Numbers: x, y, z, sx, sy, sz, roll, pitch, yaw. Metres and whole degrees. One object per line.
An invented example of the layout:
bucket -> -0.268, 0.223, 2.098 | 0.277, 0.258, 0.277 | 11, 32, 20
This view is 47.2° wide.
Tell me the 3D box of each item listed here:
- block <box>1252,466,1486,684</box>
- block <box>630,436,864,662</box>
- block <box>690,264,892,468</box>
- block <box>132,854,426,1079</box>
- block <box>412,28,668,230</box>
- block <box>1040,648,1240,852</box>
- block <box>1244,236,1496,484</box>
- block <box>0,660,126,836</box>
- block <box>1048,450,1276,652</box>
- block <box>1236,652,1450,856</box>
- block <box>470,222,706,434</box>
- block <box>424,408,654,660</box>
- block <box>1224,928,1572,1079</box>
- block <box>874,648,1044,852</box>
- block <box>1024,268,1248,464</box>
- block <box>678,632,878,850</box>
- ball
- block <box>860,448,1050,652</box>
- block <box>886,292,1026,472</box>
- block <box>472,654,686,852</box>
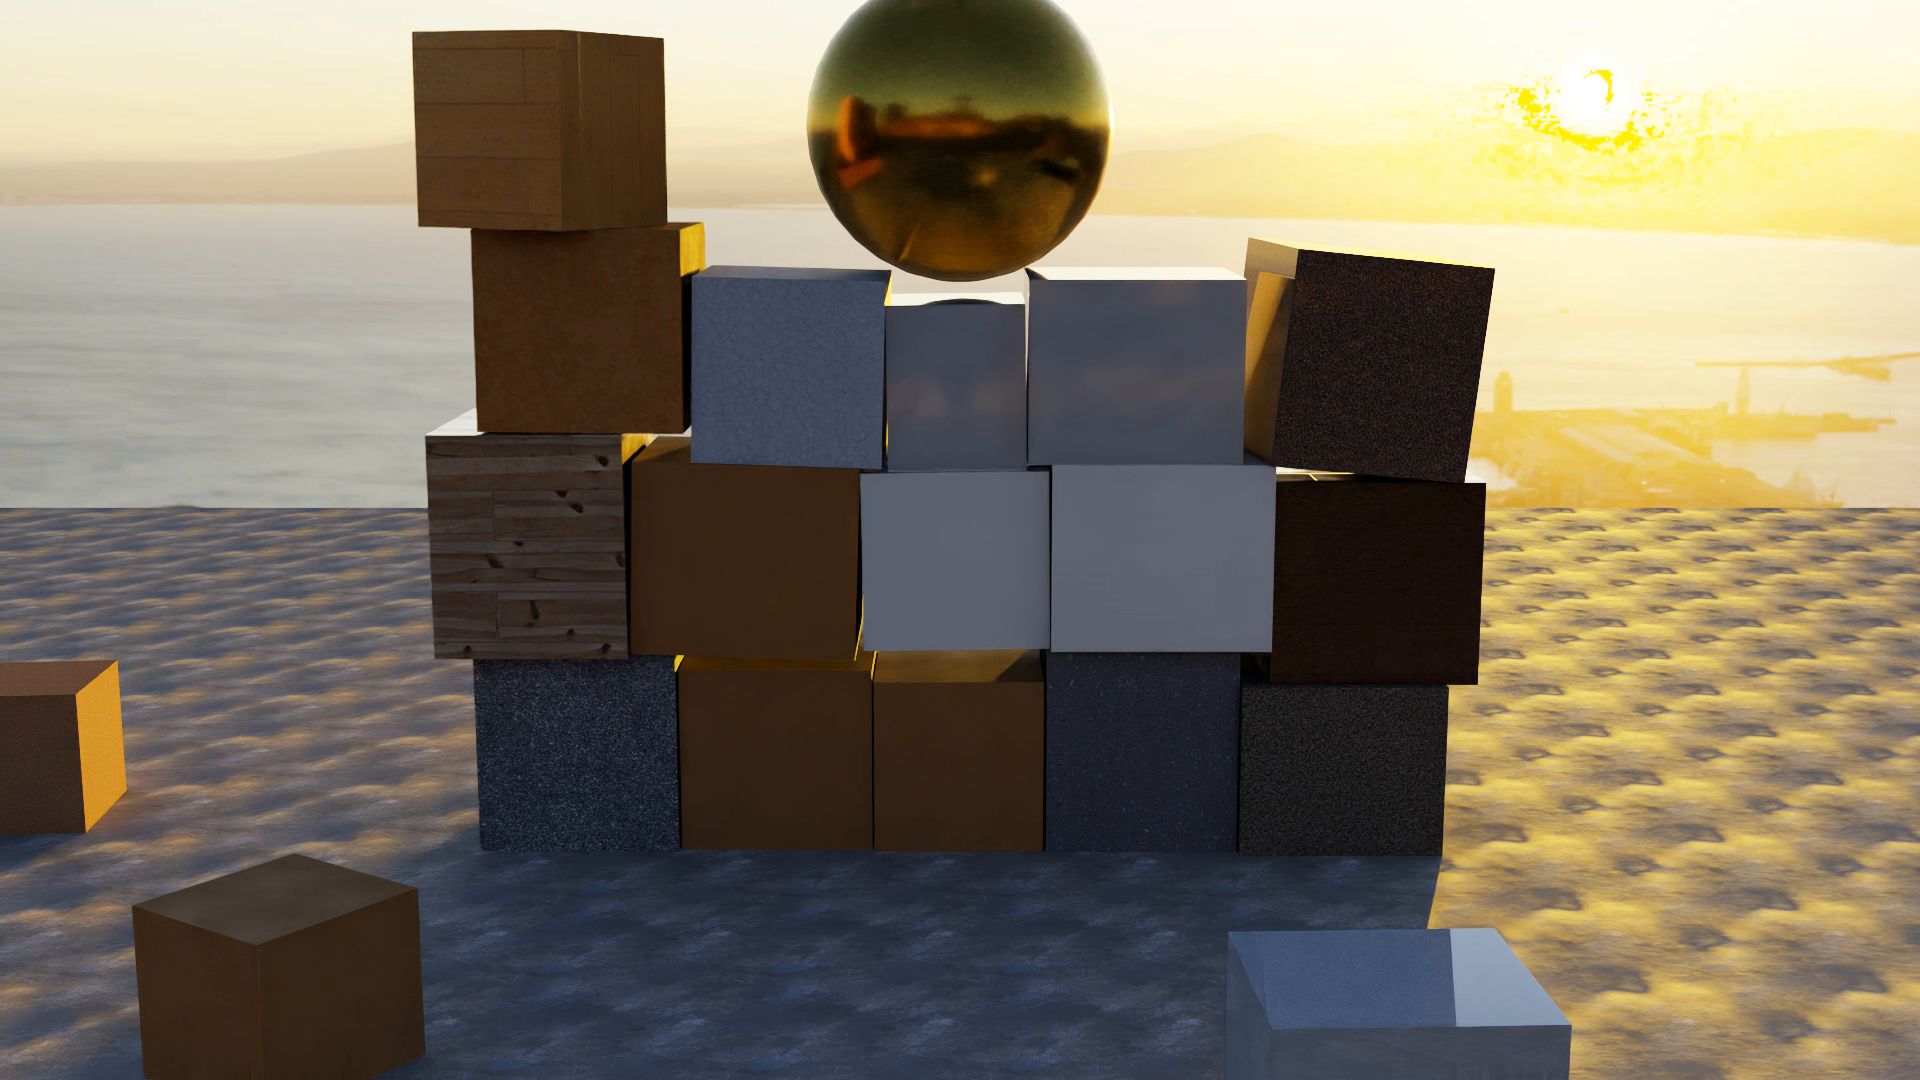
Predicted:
block -> 2.039, 0.131, 11.223 | 1.025, 1.009, 0.968 | 0, 10, 0
block -> -1.051, 0.024, 11.174 | 1.103, 0.954, 0.951 | 2, 10, 0
block -> -0.829, -0.882, 11.001 | 0.924, 0.903, 0.887 | 2, 11, 0
block -> -2.591, 1.686, 8.397 | 0.729, 0.678, 0.746 | 7, 13, 34
block -> -2.020, -1.981, 10.654 | 0.823, 0.911, 0.909 | 5, 11, 24
block -> 0.903, 0.961, 11.368 | 0.951, 1.041, 0.962 | 0, 10, 0
block -> 1.964, -0.919, 10.989 | 0.965, 1.040, 1.030 | 5, 10, -7
block -> -4.844, 1.082, 11.569 | 0.641, 0.731, 0.752 | -1, 10, -5
block -> 0.982, 0.000, 11.177 | 1.078, 0.920, 1.063 | 0, 10, 0
block -> 1.892, 1.053, 11.373 | 1.012, 0.858, 1.053 | 0, 10, 0
block -> -1.824, -1.083, 10.990 | 0.991, 0.974, 1.016 | 0, 10, 0
block -> -2.090, -0.061, 11.168 | 0.941, 1.098, 1.121 | 0, 10, 0
block -> 1.396, 1.823, 7.206 | 0.922, 0.834, 0.842 | 0, 10, -2
block -> -0.006, 1.049, 11.365 | 0.842, 0.869, 0.900 | 0, 10, 0
block -> 0.848, -0.890, 11.013 | 1.035, 0.889, 1.005 | 0, 10, 0
block -> -0.915, 1.021, 11.377 | 0.957, 0.920, 0.877 | 0, 10, 0
ball -> 0.000, -2.145, 11.425 | 1.600, 1.600, 1.600 | 0, 10, 0
block -> -0.021, 0.026, 11.176 | 0.916, 0.880, 0.913 | -1, 10, 0
block -> -0.016, -0.803, 11.016 | 0.674, 0.809, 0.796 | -1, 10, 0
block -> -1.901, 0.981, 11.340 | 0.994, 1.013, 0.871 | 0, 10, 0
